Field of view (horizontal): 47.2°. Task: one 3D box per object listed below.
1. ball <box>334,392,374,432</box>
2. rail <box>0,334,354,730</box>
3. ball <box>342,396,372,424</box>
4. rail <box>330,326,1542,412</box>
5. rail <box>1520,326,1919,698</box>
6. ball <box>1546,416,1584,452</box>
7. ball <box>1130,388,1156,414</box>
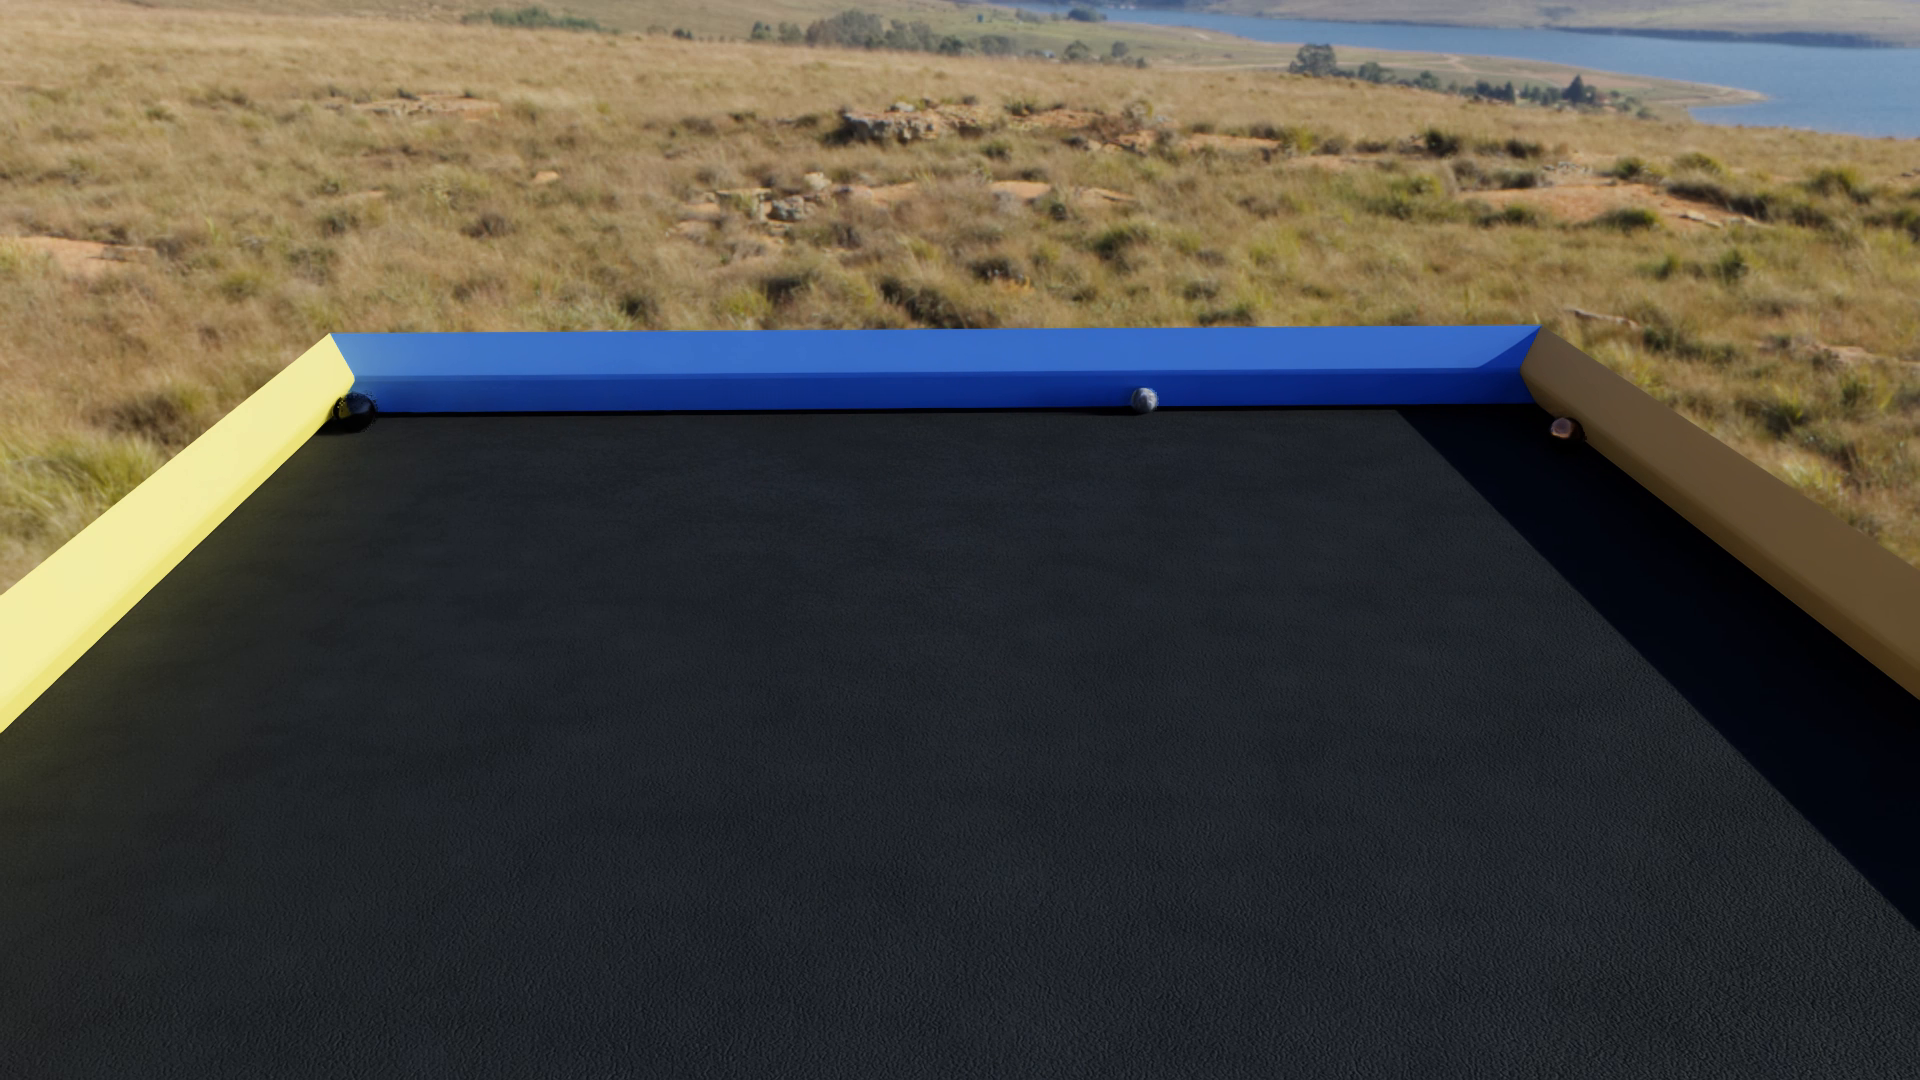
[{"bbox_3d":[-0.929,-0.197,3.374,0.062,0.062,0.062,0,16,0],"label":"ball"},{"bbox_3d":[-0.914,0.209,1.874,0.045,0.126,3.369,-1,16,-2],"label":"rail"},{"bbox_3d":[-0.940,-0.203,3.426,0.044,0.044,0.044,0,16,0],"label":"ball"},{"bbox_3d":[-0.029,-0.268,3.499,1.936,0.126,0.045,-1,16,-2],"label":"rail"},{"bbox_3d":[0.973,0.190,1.938,0.045,0.126,3.369,-1,16,-2],"label":"rail"},{"bbox_3d":[0.894,-0.155,3.248,0.053,0.053,0.053,0,16,0],"label":"ball"},{"bbox_3d":[0.291,-0.221,3.495,0.041,0.041,0.041,0,16,0],"label":"ball"}]
